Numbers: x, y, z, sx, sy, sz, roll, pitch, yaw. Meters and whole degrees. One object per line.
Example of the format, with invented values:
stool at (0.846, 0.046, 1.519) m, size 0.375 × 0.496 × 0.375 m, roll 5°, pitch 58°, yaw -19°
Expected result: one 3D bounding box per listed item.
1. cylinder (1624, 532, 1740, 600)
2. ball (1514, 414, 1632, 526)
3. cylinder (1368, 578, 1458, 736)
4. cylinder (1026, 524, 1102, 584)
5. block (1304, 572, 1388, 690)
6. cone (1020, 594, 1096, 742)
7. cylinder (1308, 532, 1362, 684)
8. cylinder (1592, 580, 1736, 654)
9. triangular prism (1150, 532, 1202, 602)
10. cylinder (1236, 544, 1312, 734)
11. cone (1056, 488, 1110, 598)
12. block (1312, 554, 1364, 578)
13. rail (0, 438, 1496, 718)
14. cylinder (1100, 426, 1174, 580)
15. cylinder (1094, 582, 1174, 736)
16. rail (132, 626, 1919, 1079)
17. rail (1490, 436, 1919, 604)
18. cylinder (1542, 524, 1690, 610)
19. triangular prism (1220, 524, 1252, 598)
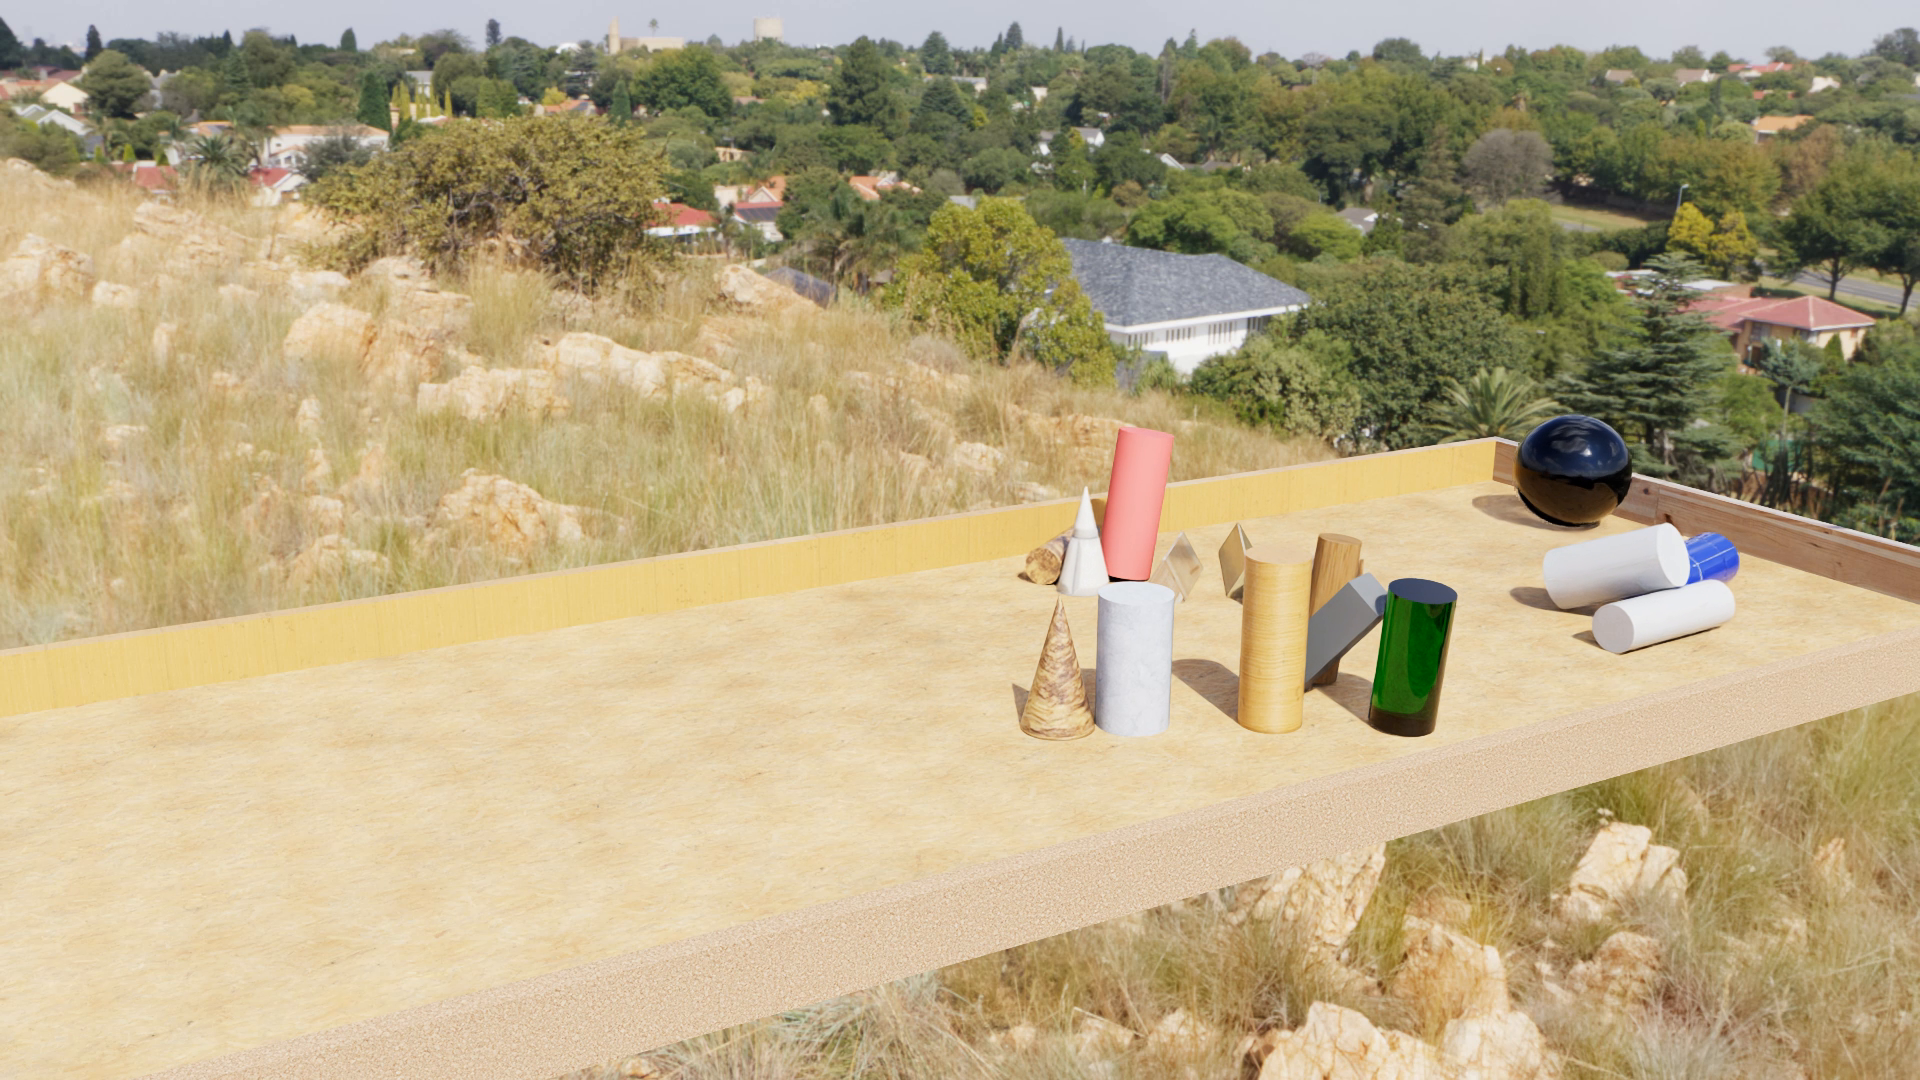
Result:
cylinder at (2.071, 0.097, 4.739) m, size 0.410 × 0.162 × 0.162 m, roll -15°, pitch 22°, yaw -41°
ball at (2.036, -0.232, 5.482) m, size 0.373 × 0.373 × 0.373 m, roll 0°, pitch 16°, yaw 0°
cylinder at (1.047, 0.271, 3.818) m, size 0.155 × 0.333 × 0.155 m, roll 3°, pitch 21°, yaw -1°
cylinder at (0.321, 0.035, 5.034) m, size 0.113 × 0.113 × 0.345 m, roll 8°, pitch 18°, yaw 25°
block at (0.881, 0.234, 3.961) m, size 0.105 × 0.351 × 0.105 m, roll -18°, pitch 64°, yaw -47°
cone at (0.228, 0.278, 3.821) m, size 0.177 × 0.333 × 0.177 m, roll 0°, pitch 16°, yaw 0°
cylinder at (0.917, 0.171, 4.115) m, size 0.107 × 0.361 × 0.107 m, roll 7°, pitch 14°, yaw -2°
cylinder at (1.893, 0.203, 4.432) m, size 0.417 × 0.131 × 0.131 m, roll -10°, pitch 19°, yaw -29°
triangular prism at (0.628, 0.074, 4.885) m, size 0.135 × 0.117 × 0.329 m, roll 5°, pitch 17°, yaw 17°
cylinder at (0.730, 0.231, 3.836) m, size 0.152 × 0.413 × 0.152 m, roll 0°, pitch 16°, yaw 0°
cone at (0.365, -0.010, 4.819) m, size 0.162 × 0.321 × 0.162 m, roll 0°, pitch 16°, yaw 0°
block at (0.991, 0.123, 4.740) m, size 0.355 × 0.111 × 0.111 m, roll -11°, pitch 19°, yaw -32°
rail at (-3.305, 0.497, 3.399) m, size 12.000 × 0.150 × 0.050 m, roll -9°, pitch 18°, yaw -27°
cylinder at (0.522, -0.111, 4.928) m, size 0.166 × 0.431 × 0.166 m, roll 8°, pitch 12°, yaw -2°
cylinder at (0.406, 0.276, 3.846) m, size 0.175 × 0.321 × 0.175 m, roll 0°, pitch 16°, yaw 0°
rail at (-2.336, 1.006, 1.665) m, size 12.000 × 0.150 × 0.050 m, roll -9°, pitch 18°, yaw -27°
rail at (2.466, -0.048, 5.253) m, size 0.050 × 0.150 × 2.100 m, roll -9°, pitch 18°, yaw -27°
cylinder at (1.815, 0.076, 4.569) m, size 0.176 × 0.176 × 0.335 m, roll -16°, pitch -2°, yaw -43°
triangular prism at (0.853, 0.055, 4.985) m, size 0.112 × 0.097 × 0.456 m, roll 1°, pitch 16°, yaw 5°
